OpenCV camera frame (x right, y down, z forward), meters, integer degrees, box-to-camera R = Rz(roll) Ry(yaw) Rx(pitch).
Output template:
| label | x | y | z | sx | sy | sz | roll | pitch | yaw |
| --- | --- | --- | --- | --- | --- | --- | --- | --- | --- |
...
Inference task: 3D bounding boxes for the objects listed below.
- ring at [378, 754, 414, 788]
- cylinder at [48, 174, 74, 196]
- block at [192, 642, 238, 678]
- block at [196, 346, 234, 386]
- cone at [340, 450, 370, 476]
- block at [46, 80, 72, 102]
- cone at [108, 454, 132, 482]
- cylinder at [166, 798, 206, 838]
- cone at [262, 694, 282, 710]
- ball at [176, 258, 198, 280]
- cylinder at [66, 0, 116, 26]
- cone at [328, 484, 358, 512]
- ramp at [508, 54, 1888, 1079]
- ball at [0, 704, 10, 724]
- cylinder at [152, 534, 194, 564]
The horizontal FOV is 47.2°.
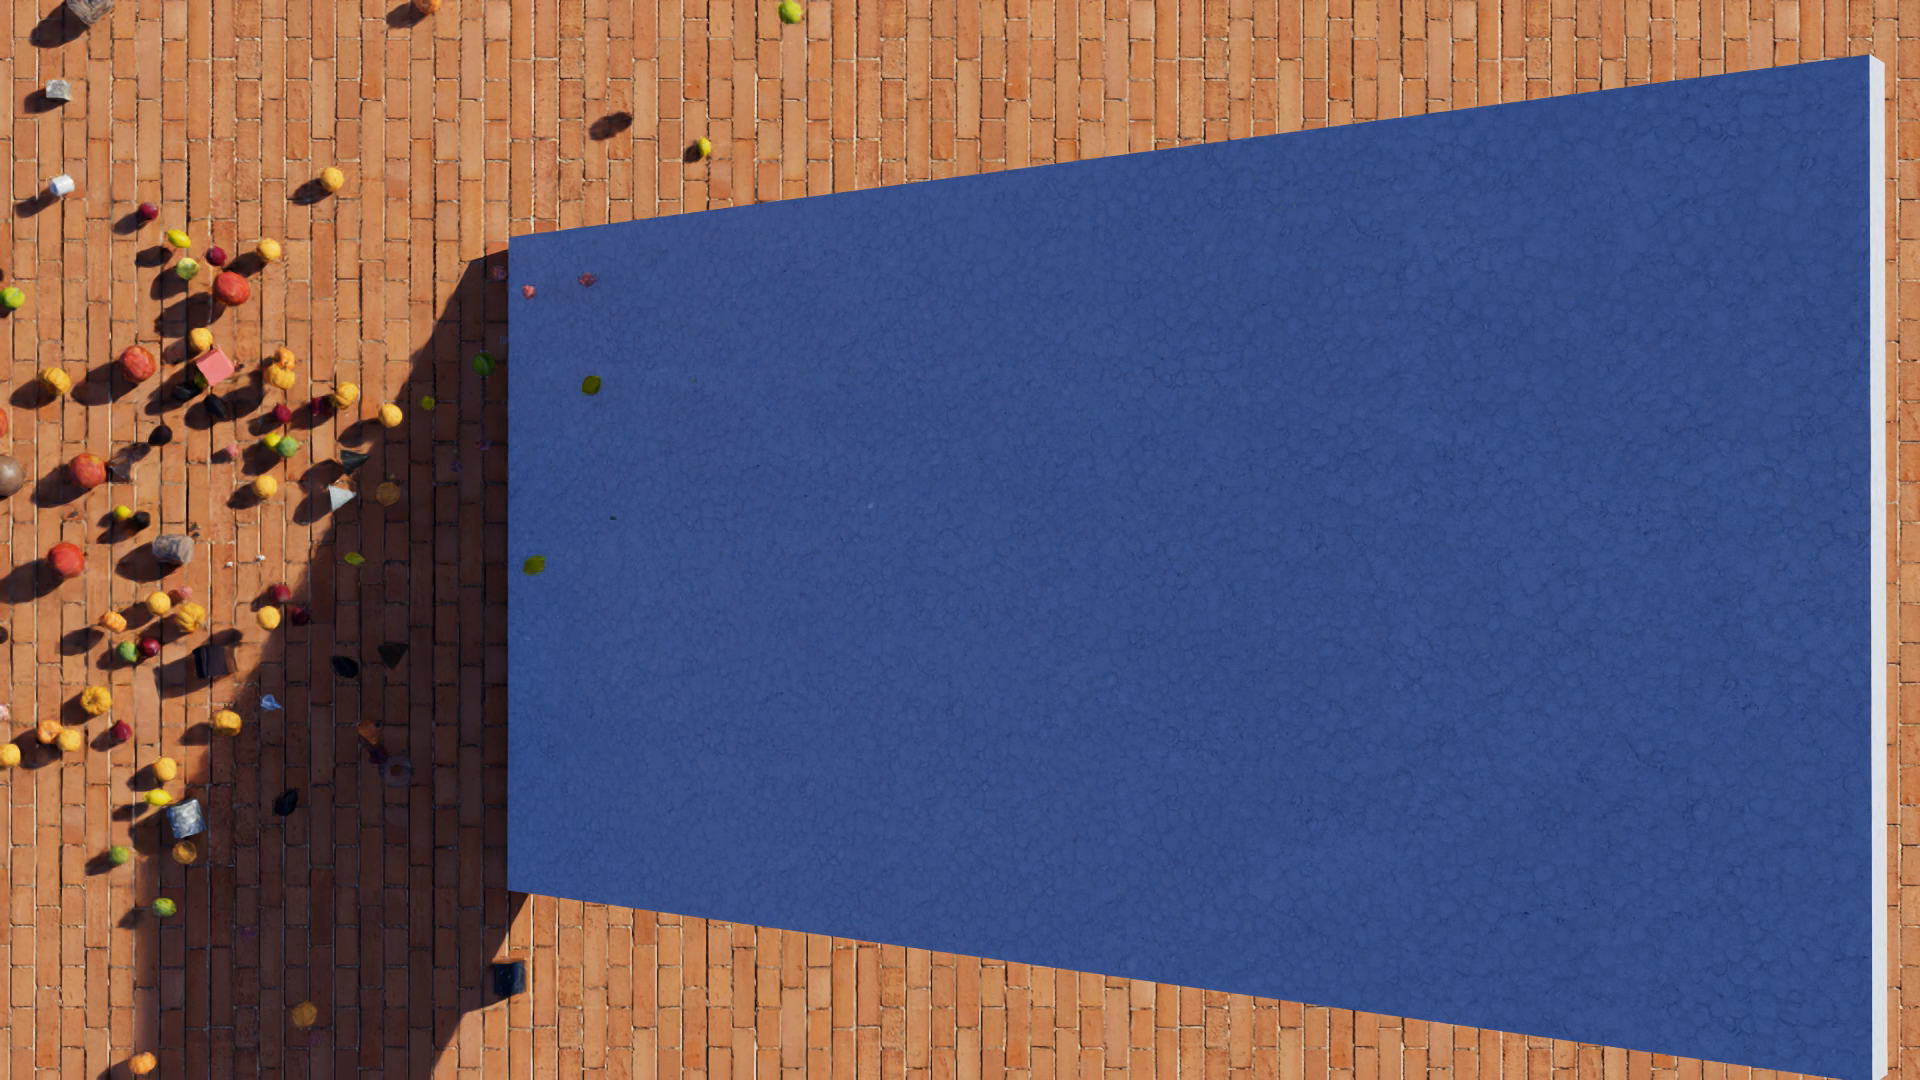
| label | x | y | z | sx | sy | sz | roll | pitch | yaw |
| --- | --- | --- | --- | --- | --- | --- | --- | --- | --- |
| ring | -1.741 | 0.712 | 6.788 | 0.109 | 0.036 | 0.109 | 0 | 89 | 1 |
| cylinder | -2.763 | -1.090 | 6.760 | 0.053 | 0.053 | 0.053 | -33 | 90 | -39 |
| block | -2.289 | 0.370 | 6.762 | 0.093 | 0.093 | 0.093 | -11 | 90 | 0 |
| block | -2.288 | -0.536 | 6.753 | 0.080 | 0.080 | 0.080 | -33 | 115 | -6 |
| cone | -1.849 | -0.248 | 6.760 | 0.085 | 0.085 | 0.085 | -14 | 90 | -4 |
| block | -2.784 | -1.389 | 6.793 | 0.054 | 0.054 | 0.054 | 2 | 90 | 0 |
| cone | -2.580 | -0.214 | 6.793 | 0.080 | 0.080 | 0.080 | -15 | 115 | 0 |
| cylinder | -2.376 | 0.854 | 6.751 | 0.097 | 0.097 | 0.097 | -15 | 96 | 0 |
| cone | -2.101 | 0.505 | 6.744 | 0.056 | 0.056 | 0.056 | 14 | 90 | 17 |
| ball | -2.384 | -0.837 | 6.783 | 0.067 | 0.067 | 0.067 | 0 | 90 | 0 |
| cylinder | -2.675 | -1.653 | 6.770 | 0.100 | 0.100 | 0.100 | -41 | 90 | 2 |
| cone | -1.899 | -0.136 | 6.785 | 0.088 | 0.088 | 0.088 | -10 | 90 | -20 |
| ramp | 0.224 | 0.064 | 5.540 | 4.000 | 0.100 | 2.000 | 0 | 90 | 38 |
| ball | -2.964 | 0.535 | 6.777 | 0.061 | 0.061 | 0.061 | 0 | 90 | 0 |
| cylinder | -2.416 | 0.027 | 6.757 | 0.090 | 0.090 | 0.090 | 4 | 90 | 12 |
